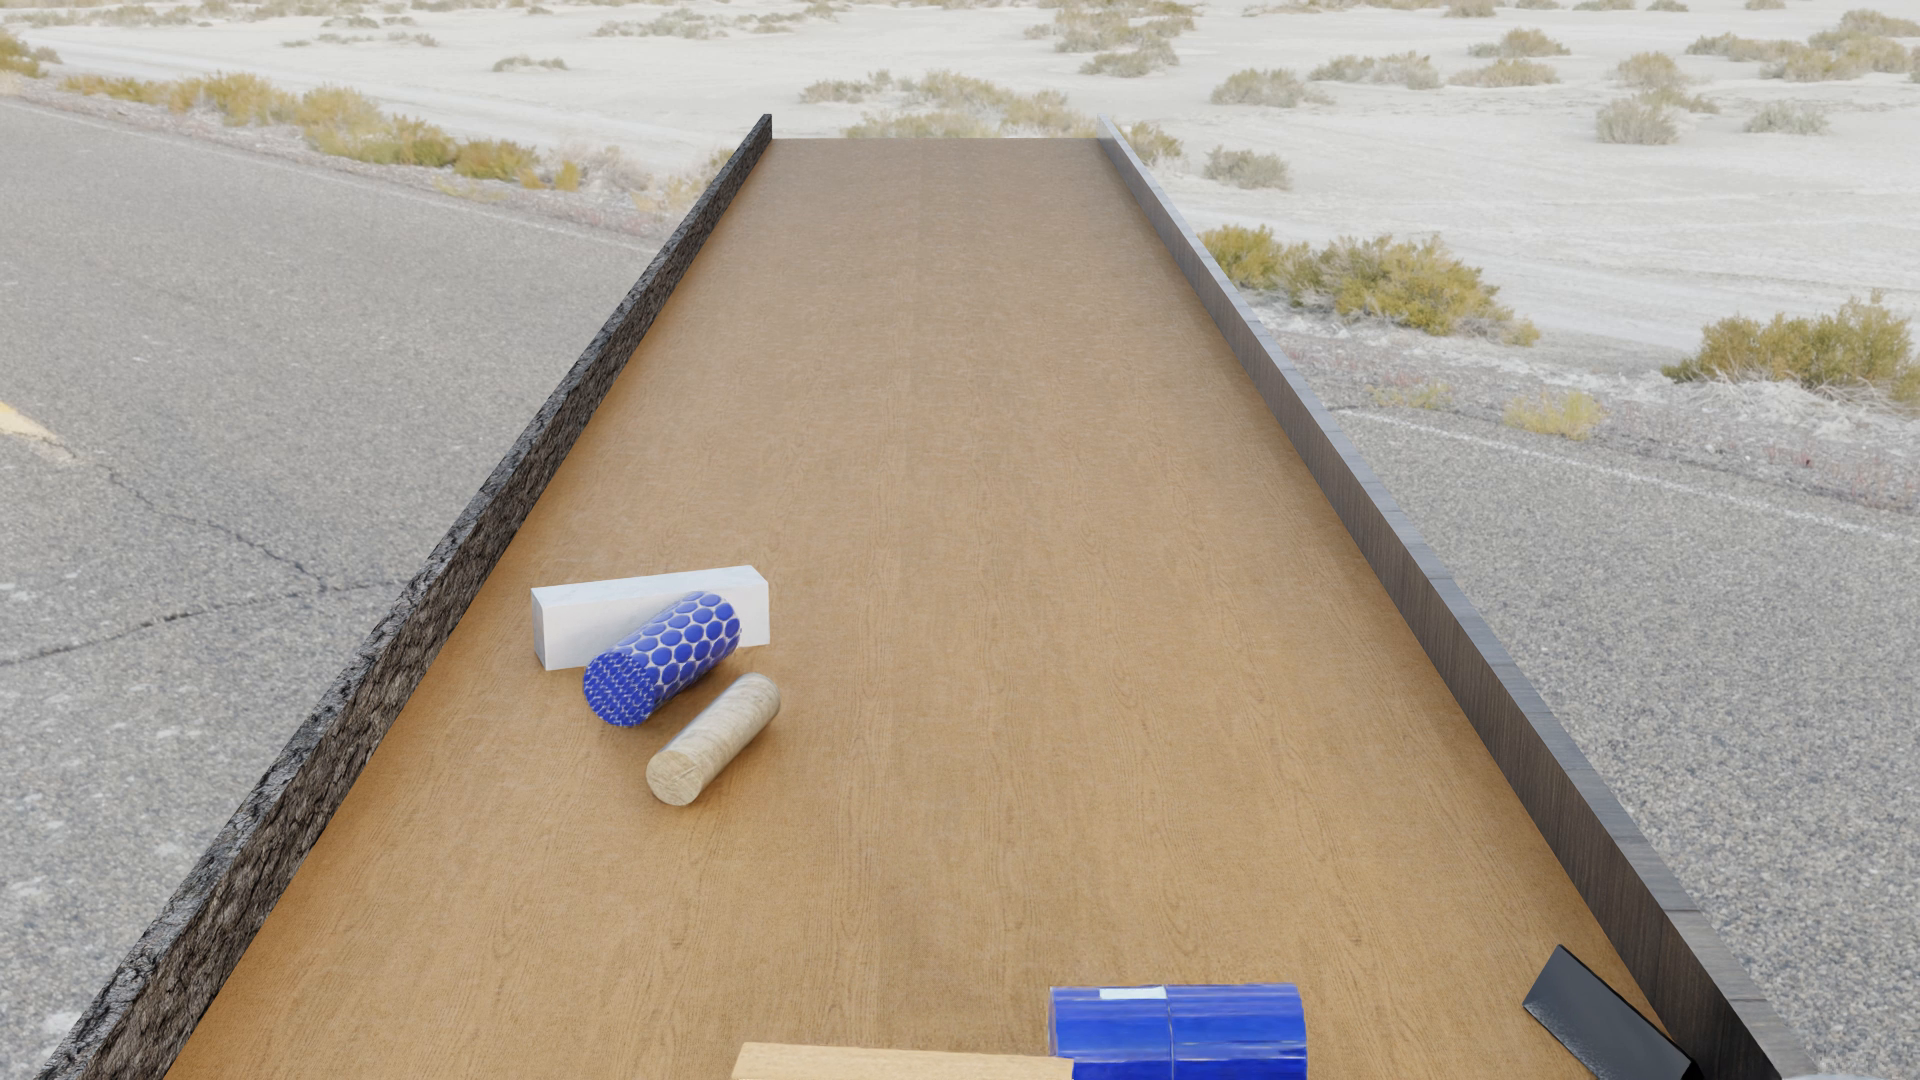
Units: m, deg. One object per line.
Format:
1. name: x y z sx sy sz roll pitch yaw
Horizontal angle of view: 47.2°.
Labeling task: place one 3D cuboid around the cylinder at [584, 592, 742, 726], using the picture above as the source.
1. cylinder: -0.565 0.224 4.218 0.145 0.145 0.384 6 17 18

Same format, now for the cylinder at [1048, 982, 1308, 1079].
1. cylinder: 0.272 0.643 2.792 0.310 0.154 0.154 -1 17 -2

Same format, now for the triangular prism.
1. triangular prism: 0.870 0.645 2.896 0.102 0.088 0.326 -5 17 -14

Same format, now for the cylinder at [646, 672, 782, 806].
1. cylinder: -0.430 0.347 3.884 0.100 0.100 0.393 4 17 15

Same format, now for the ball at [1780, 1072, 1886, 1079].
1. ball: 0.770 0.650 1.897 0.370 0.370 0.370 0 17 0

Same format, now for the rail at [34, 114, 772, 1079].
1. rail: -1.118 -0.838 7.780 0.050 0.150 12.000 0 17 -1

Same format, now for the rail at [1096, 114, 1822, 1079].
1. rail: 0.932 -0.844 7.801 0.050 0.150 12.000 0 17 -1

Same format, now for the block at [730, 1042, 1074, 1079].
1. block: -0.069 0.699 2.683 0.410 0.110 0.110 2 17 5

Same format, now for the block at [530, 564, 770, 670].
1. block: -0.628 0.155 4.473 0.459 0.132 0.132 -6 18 -20
